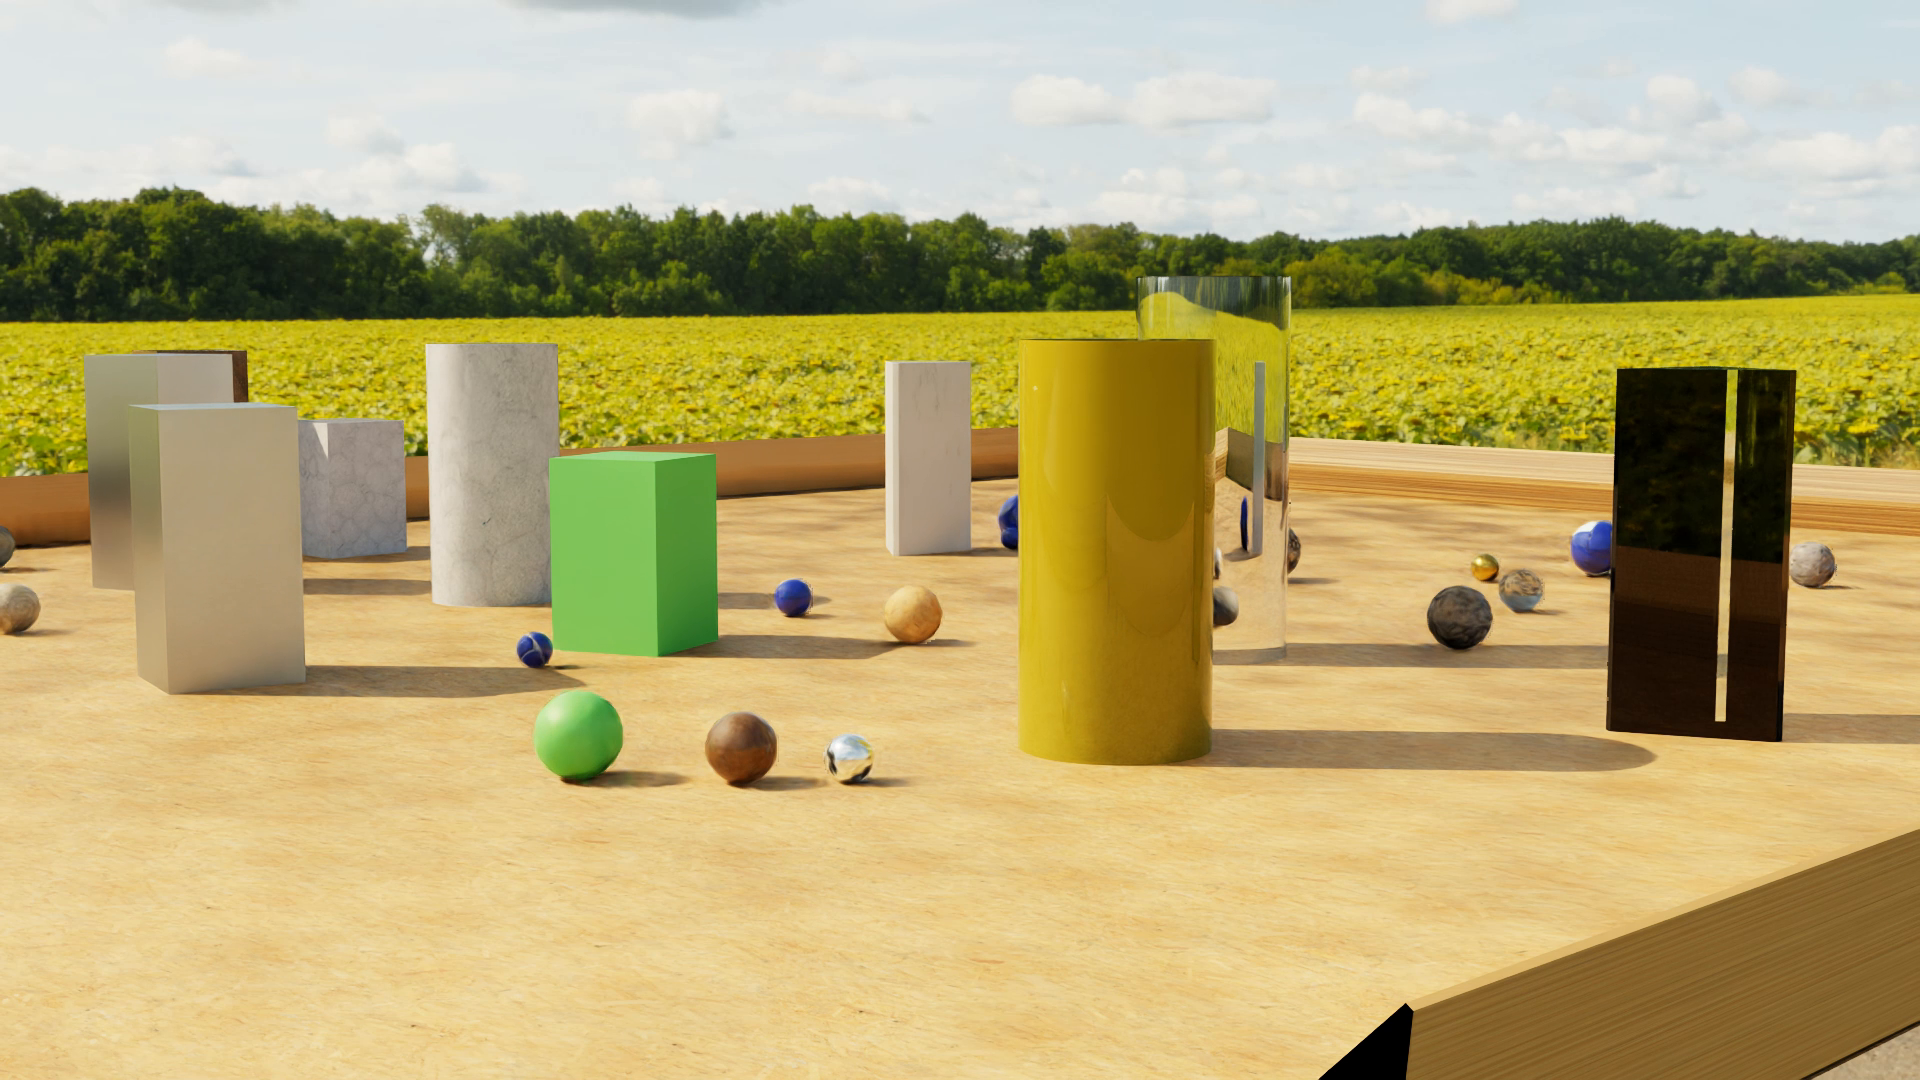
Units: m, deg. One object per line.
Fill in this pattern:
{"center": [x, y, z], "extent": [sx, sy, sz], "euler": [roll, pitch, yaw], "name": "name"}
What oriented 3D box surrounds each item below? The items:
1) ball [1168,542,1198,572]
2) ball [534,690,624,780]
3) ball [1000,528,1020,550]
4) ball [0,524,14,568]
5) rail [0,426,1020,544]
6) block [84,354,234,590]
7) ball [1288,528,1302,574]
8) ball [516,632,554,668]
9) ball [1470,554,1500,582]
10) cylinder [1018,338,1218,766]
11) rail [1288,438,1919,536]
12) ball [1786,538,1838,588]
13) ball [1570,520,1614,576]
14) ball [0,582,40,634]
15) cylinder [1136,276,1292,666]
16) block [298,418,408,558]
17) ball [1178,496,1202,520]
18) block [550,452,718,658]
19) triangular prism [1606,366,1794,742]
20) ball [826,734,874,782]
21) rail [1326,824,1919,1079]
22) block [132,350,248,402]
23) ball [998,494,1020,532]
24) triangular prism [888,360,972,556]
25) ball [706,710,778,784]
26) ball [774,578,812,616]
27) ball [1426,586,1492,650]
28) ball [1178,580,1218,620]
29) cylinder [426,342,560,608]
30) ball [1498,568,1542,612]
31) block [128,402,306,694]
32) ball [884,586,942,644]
{"center": [0.380, 0.030, 3.758], "extent": [0.051, 0.051, 0.051], "euler": [0, 6, 0], "name": "ball"}
{"center": [-0.363, 0.186, 2.095], "extent": [0.085, 0.085, 0.085], "euler": [0, 6, 0], "name": "ball"}
{"center": [0.097, -0.003, 4.124], "extent": [0.041, 0.041, 0.041], "euler": [0, 6, 0], "name": "ball"}
{"center": [-1.672, 0.011, 3.785], "extent": [0.084, 0.084, 0.084], "euler": [0, 6, 0], "name": "ball"}
{"center": [-1.244, -0.106, 4.673], "extent": [4.174, 0.129, 0.045], "euler": [-5, 8, -42], "name": "rail"}
{"center": [-1.292, -0.113, 3.565], "extent": [0.159, 0.374, 0.159], "euler": [3, 7, 26], "name": "block"}
{"center": [0.517, 0.018, 3.651], "extent": [0.097, 0.097, 0.097], "euler": [0, 6, 0], "name": "ball"}
{"center": [-0.532, 0.137, 2.753], "extent": [0.045, 0.045, 0.045], "euler": [0, 6, 0], "name": "ball"}
{"center": [0.867, 0.045, 3.628], "extent": [0.047, 0.047, 0.047], "euler": [0, 6, 0], "name": "ball"}
{"center": [0.159, 0.005, 2.238], "extent": [0.199, 0.416, 0.199], "euler": [0, 6, 0], "name": "cylinder"}
{"center": [1.517, -0.111, 4.724], "extent": [0.045, 0.129, 3.716], "euler": [-5, 8, -42], "name": "rail"}
{"center": [1.374, 0.040, 3.551], "extent": [0.083, 0.083, 0.083], "euler": [0, 6, 0], "name": "ball"}
{"center": [1.075, 0.014, 3.702], "extent": [0.094, 0.094, 0.094], "euler": [0, 6, 0], "name": "ball"}
{"center": [-1.312, 0.094, 3.046], "extent": [0.070, 0.070, 0.070], "euler": [0, 6, 0], "name": "ball"}
{"center": [0.325, -0.095, 2.846], "extent": [0.199, 0.488, 0.199], "euler": [0, 6, 0], "name": "cylinder"}
{"center": [-1.138, -0.099, 4.061], "extent": [0.159, 0.244, 0.159], "euler": [5, 8, 42], "name": "block"}
{"center": [0.491, -0.068, 4.702], "extent": [0.051, 0.051, 0.051], "euler": [0, 6, 0], "name": "ball"}
{"center": [-0.432, 0.015, 2.928], "extent": [0.159, 0.253, 0.159], "euler": [3, 6, 23], "name": "block"}
{"center": [0.796, 0.008, 2.359], "extent": [0.173, 0.384, 0.149], "euler": [2, 6, 21], "name": "triangular prism"}
{"center": [-0.104, 0.206, 2.082], "extent": [0.047, 0.047, 0.047], "euler": [0, 6, 0], "name": "ball"}
{"center": [1.244, 0.173, 1.991], "extent": [4.174, 0.129, 0.045], "euler": [-5, 8, -42], "name": "rail"}
{"center": [-1.400, -0.159, 4.012], "extent": [0.159, 0.373, 0.159], "euler": [-4, 7, -35], "name": "block"}
{"center": [0.121, -0.039, 4.180], "extent": [0.100, 0.100, 0.100], "euler": [0, 6, 0], "name": "ball"}
{"center": [-0.093, -0.157, 4.101], "extent": [0.173, 0.351, 0.149], "euler": [-4, 7, -37], "name": "triangular prism"}
{"center": [-0.206, 0.196, 2.078], "extent": [0.068, 0.068, 0.068], "euler": [0, 6, 0], "name": "ball"}
{"center": [-0.245, 0.084, 3.218], "extent": [0.055, 0.055, 0.055], "euler": [0, 6, 0], "name": "ball"}
{"center": [0.659, 0.102, 2.902], "extent": [0.085, 0.085, 0.085], "euler": [0, 6, 0], "name": "ball"}
{"center": [0.344, 0.087, 3.183], "extent": [0.057, 0.057, 0.057], "euler": [0, 6, 0], "name": "ball"}
{"center": [-0.719, -0.105, 3.395], "extent": [0.199, 0.394, 0.199], "euler": [0, 6, 0], "name": "cylinder"}
{"center": [0.833, 0.075, 3.265], "extent": [0.064, 0.064, 0.064], "euler": [0, 6, 0], "name": "ball"}
{"center": [-0.897, 0.004, 2.652], "extent": [0.159, 0.331, 0.159], "euler": [-4, 7, -32], "name": "block"}
{"center": [-0.063, 0.100, 2.954], "extent": [0.079, 0.079, 0.079], "euler": [0, 6, 0], "name": "ball"}
